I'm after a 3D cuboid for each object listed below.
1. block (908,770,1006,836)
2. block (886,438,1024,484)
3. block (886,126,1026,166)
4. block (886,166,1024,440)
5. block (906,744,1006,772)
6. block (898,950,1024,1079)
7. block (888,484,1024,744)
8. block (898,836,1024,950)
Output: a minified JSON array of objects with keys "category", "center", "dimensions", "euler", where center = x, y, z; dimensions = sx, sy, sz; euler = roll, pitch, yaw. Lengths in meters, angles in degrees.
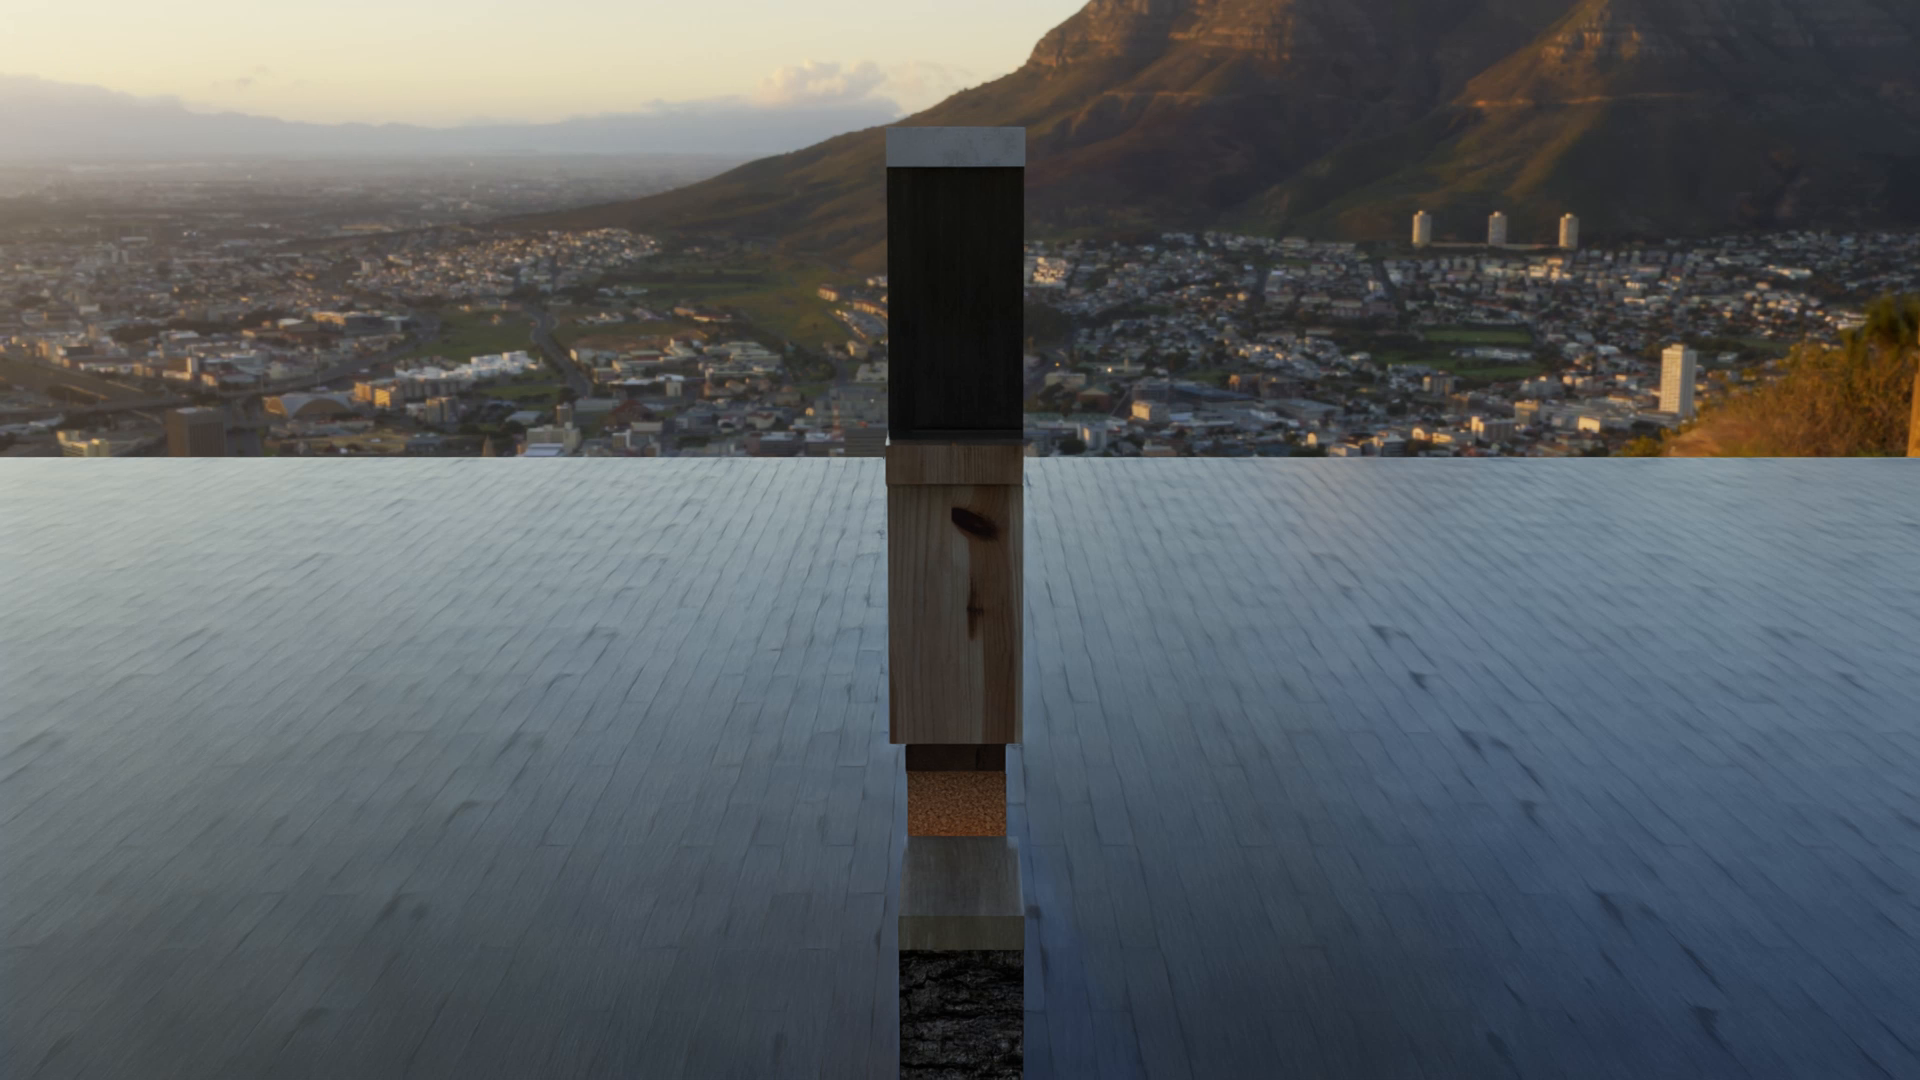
[{"category":"block","center":[-0.004,0.504,2.968],"dimensions":[0.131,0.424,0.037],"euler":[0,11,0]},{"category":"block","center":[-0.007,-0.127,2.954],"dimensions":[0.175,0.049,0.349],"euler":[0,11,0]},{"category":"block","center":[-0.004,-0.521,2.904],"dimensions":[0.173,0.049,0.346],"euler":[0,11,0]},{"category":"block","center":[-0.006,-0.305,2.825],"dimensions":[0.173,0.346,0.049],"euler":[0,10,0]},{"category":"block","center":[-0.006,0.261,3.014],"dimensions":[0.131,0.037,0.263],"euler":[0,10,0]},{"category":"block","center":[0.002,0.622,2.676],"dimensions":[0.149,0.299,0.042],"euler":[0,11,0]},{"category":"block","center":[-0.005,0.091,2.874],"dimensions":[0.175,0.349,0.049],"euler":[0,10,0]},{"category":"block","center":[0.002,0.437,2.743],"dimensions":[0.149,0.042,0.299],"euler":[0,11,0]}]
